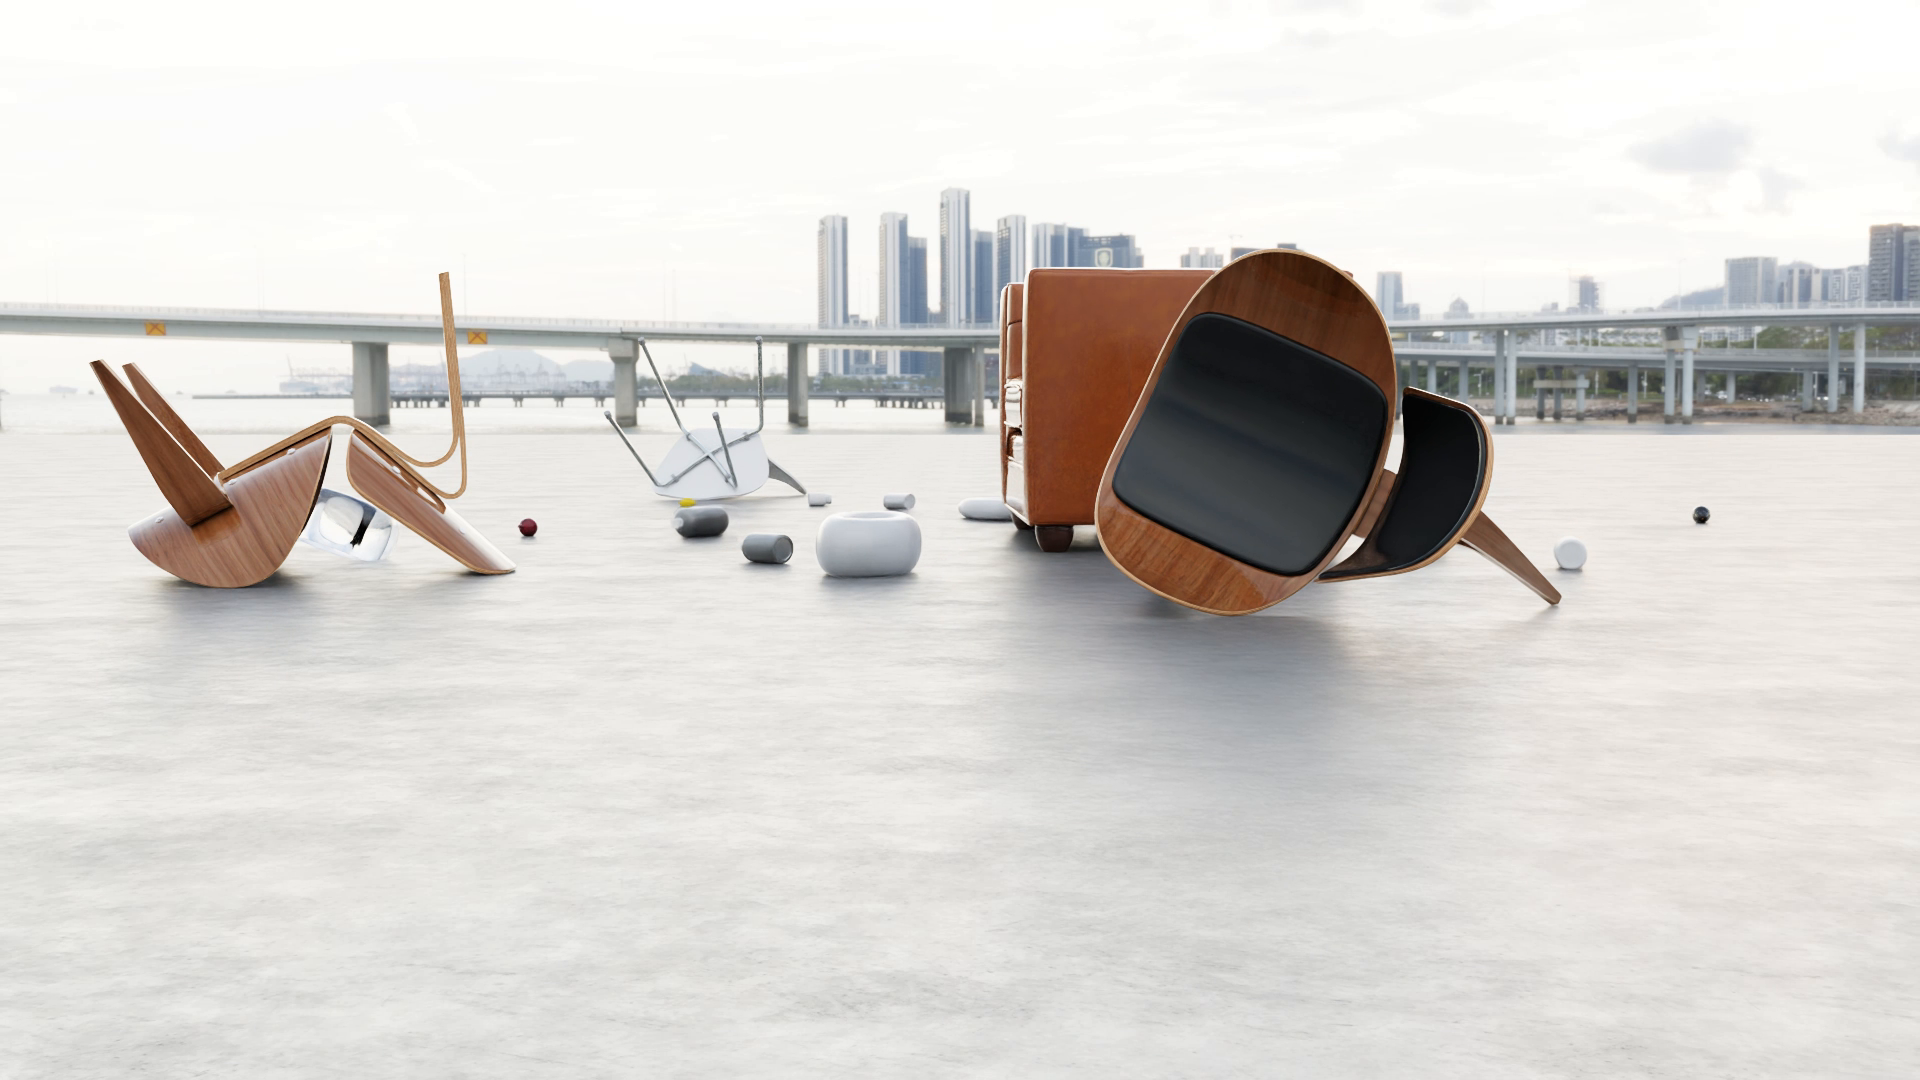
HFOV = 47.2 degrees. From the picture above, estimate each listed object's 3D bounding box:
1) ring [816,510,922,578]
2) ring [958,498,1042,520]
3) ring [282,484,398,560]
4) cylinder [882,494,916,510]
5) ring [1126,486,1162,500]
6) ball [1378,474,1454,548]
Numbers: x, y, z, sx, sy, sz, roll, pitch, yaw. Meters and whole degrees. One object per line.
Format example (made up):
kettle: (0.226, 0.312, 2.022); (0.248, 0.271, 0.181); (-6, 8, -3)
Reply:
ring: (-0.222, 0.010, 5.372); (0.244, 0.144, 0.386); (3, 5, 16)
ring: (0.136, -0.109, 7.618); (0.218, 0.072, 0.358); (-3, 4, -41)
ring: (-1.634, -0.041, 5.798); (0.314, 0.145, 0.280); (16, -10, 17)
cylinder: (-0.227, -0.145, 8.234); (0.088, 0.059, 0.101); (2, 8, 25)
ring: (0.750, -0.188, 8.939); (0.149, 0.049, 0.125); (0, 5, -17)
ball: (1.281, -0.081, 6.176); (0.212, 0.212, 0.212); (0, 4, 0)
